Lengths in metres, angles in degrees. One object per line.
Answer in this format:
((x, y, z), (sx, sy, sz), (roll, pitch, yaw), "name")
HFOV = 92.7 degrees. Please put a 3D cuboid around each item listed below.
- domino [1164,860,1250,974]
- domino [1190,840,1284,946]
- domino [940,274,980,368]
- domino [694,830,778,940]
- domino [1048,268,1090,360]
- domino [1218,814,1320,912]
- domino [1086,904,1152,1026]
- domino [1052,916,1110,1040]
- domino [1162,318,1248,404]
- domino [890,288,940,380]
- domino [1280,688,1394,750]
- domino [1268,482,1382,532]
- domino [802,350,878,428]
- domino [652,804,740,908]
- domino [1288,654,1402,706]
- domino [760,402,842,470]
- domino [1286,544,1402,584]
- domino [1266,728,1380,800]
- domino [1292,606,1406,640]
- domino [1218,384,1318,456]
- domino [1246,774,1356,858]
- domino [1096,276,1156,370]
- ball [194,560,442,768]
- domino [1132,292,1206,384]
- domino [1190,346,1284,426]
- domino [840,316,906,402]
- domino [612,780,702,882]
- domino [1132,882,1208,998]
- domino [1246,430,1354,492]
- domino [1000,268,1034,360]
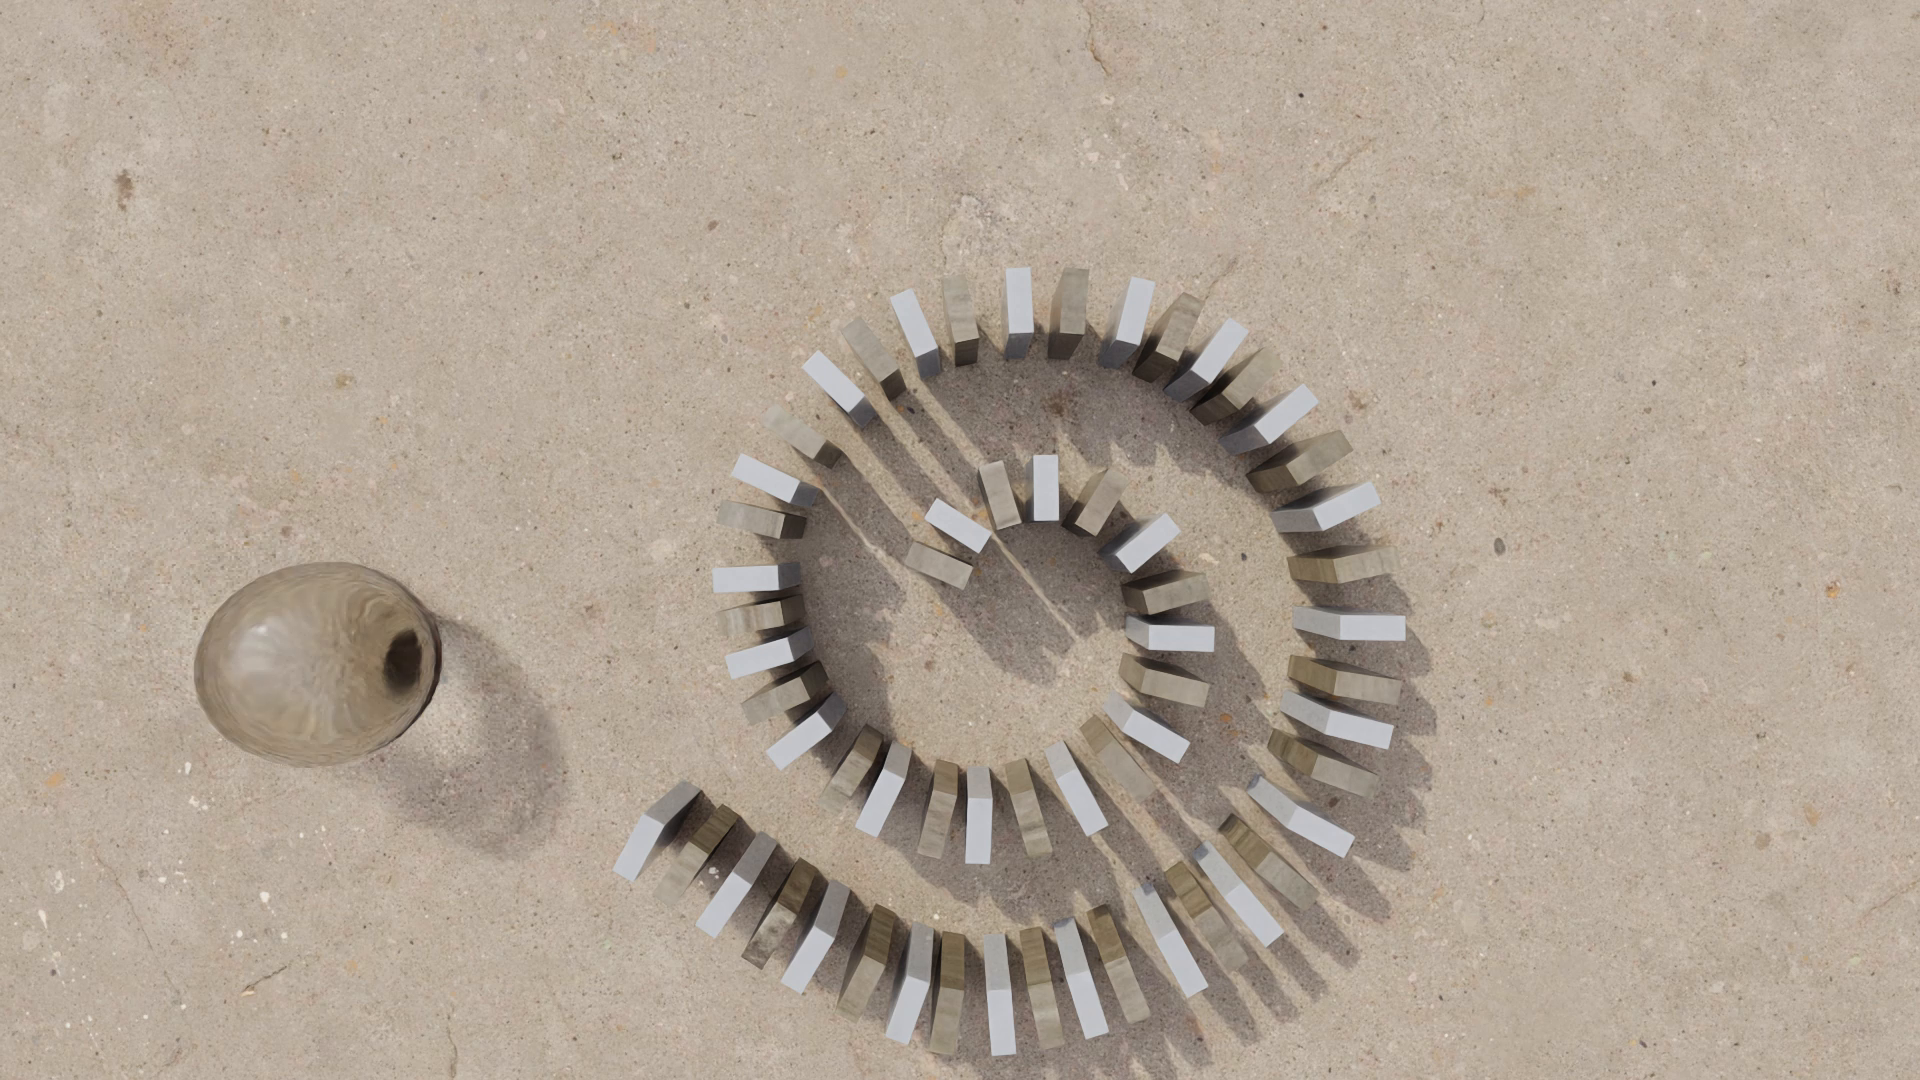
((0.100, 0.153, 0.375), (0.009, 0.050, 0.025), (-34, 90, 0), "domino")
((0.112, 0.143, 0.375), (0.009, 0.050, 0.025), (-40, 90, 0), "domino")
((0.000, -0.089, 0.375), (0.009, 0.050, 0.025), (-12, 90, 0), "domino")
((-0.090, 0.140, 0.375), (0.009, 0.050, 0.025), (35, 90, 0), "domino")
((0.044, -0.091, 0.375), (0.010, 0.050, 0.025), (4, 90, 0), "domino")
((0.125, 0.131, 0.375), (0.025, 0.050, 0.009), (40, 90, 0), "domino")
((0.064, 0.172, 0.375), (0.010, 0.050, 0.025), (-22, 90, 0), "domino")
((0.049, 0.178, 0.375), (0.009, 0.050, 0.025), (-18, 90, 0), "domino")
((0.099, -0.072, 0.375), (0.009, 0.050, 0.025), (36, 90, 0), "domino")
((-0.018, -0.083, 0.375), (0.010, 0.050, 0.025), (-24, 90, 0), "domino")
((0.153, 0.073, 0.375), (0.025, 0.050, 0.009), (14, 90, 0), "domino")
((0.148, -0.013, 0.375), (0.025, 0.050, 0.009), (-25, 90, 0), "domino")
((-0.048, -0.061, 0.375), (0.025, 0.050, 0.009), (44, 90, 0), "domino")
((-0.107, 0.128, 0.375), (0.010, 0.050, 0.025), (35, 90, 0), "domino")
((0.156, 0.057, 0.375), (0.025, 0.050, 0.009), (9, 90, 0), "domino")
((-0.064, -0.042, 0.375), (0.025, 0.050, 0.009), (35, 90, 0), "domino")
((0.156, 0.009, 0.375), (0.025, 0.050, 0.009), (-12, 90, 0), "domino")
((0.147, 0.091, 0.375), (0.025, 0.050, 0.009), (20, 90, 0), "domino")
((0.158, 0.034, 0.375), (0.025, 0.050, 0.009), (1, 90, 0), "domino")
((0.125, -0.048, 0.375), (0.025, 0.050, 0.009), (-40, 90, 0), "domino")
((0.138, 0.112, 0.375), (0.025, 0.050, 0.009), (28, 90, 0), "domino")
((0.067, -0.088, 0.375), (0.009, 0.050, 0.025), (14, 90, 0), "domino")
((-0.249, 0.048, 0.360), (0.080, 0.080, 0.080), (0, 90, 0), "ball")
((0.084, -0.082, 0.375), (0.010, 0.050, 0.025), (25, 90, 0), "domino")
((0.112, -0.062, 0.375), (0.010, 0.050, 0.025), (43, 90, 0), "domino")
((-0.034, -0.073, 0.375), (0.009, 0.050, 0.025), (-37, 90, 0), "domino")
((-0.123, 0.118, 0.375), (0.010, 0.050, 0.025), (29, 90, 0), "domino")
((0.085, 0.162, 0.375), (0.010, 0.050, 0.025), (-29, 90, 0), "domino")
((0.137, -0.031, 0.375), (0.025, 0.050, 0.009), (-33, 90, 0), "domino")
((0.023, -0.092, 0.375), (0.010, 0.050, 0.025), (-3, 90, 0), "domino")
